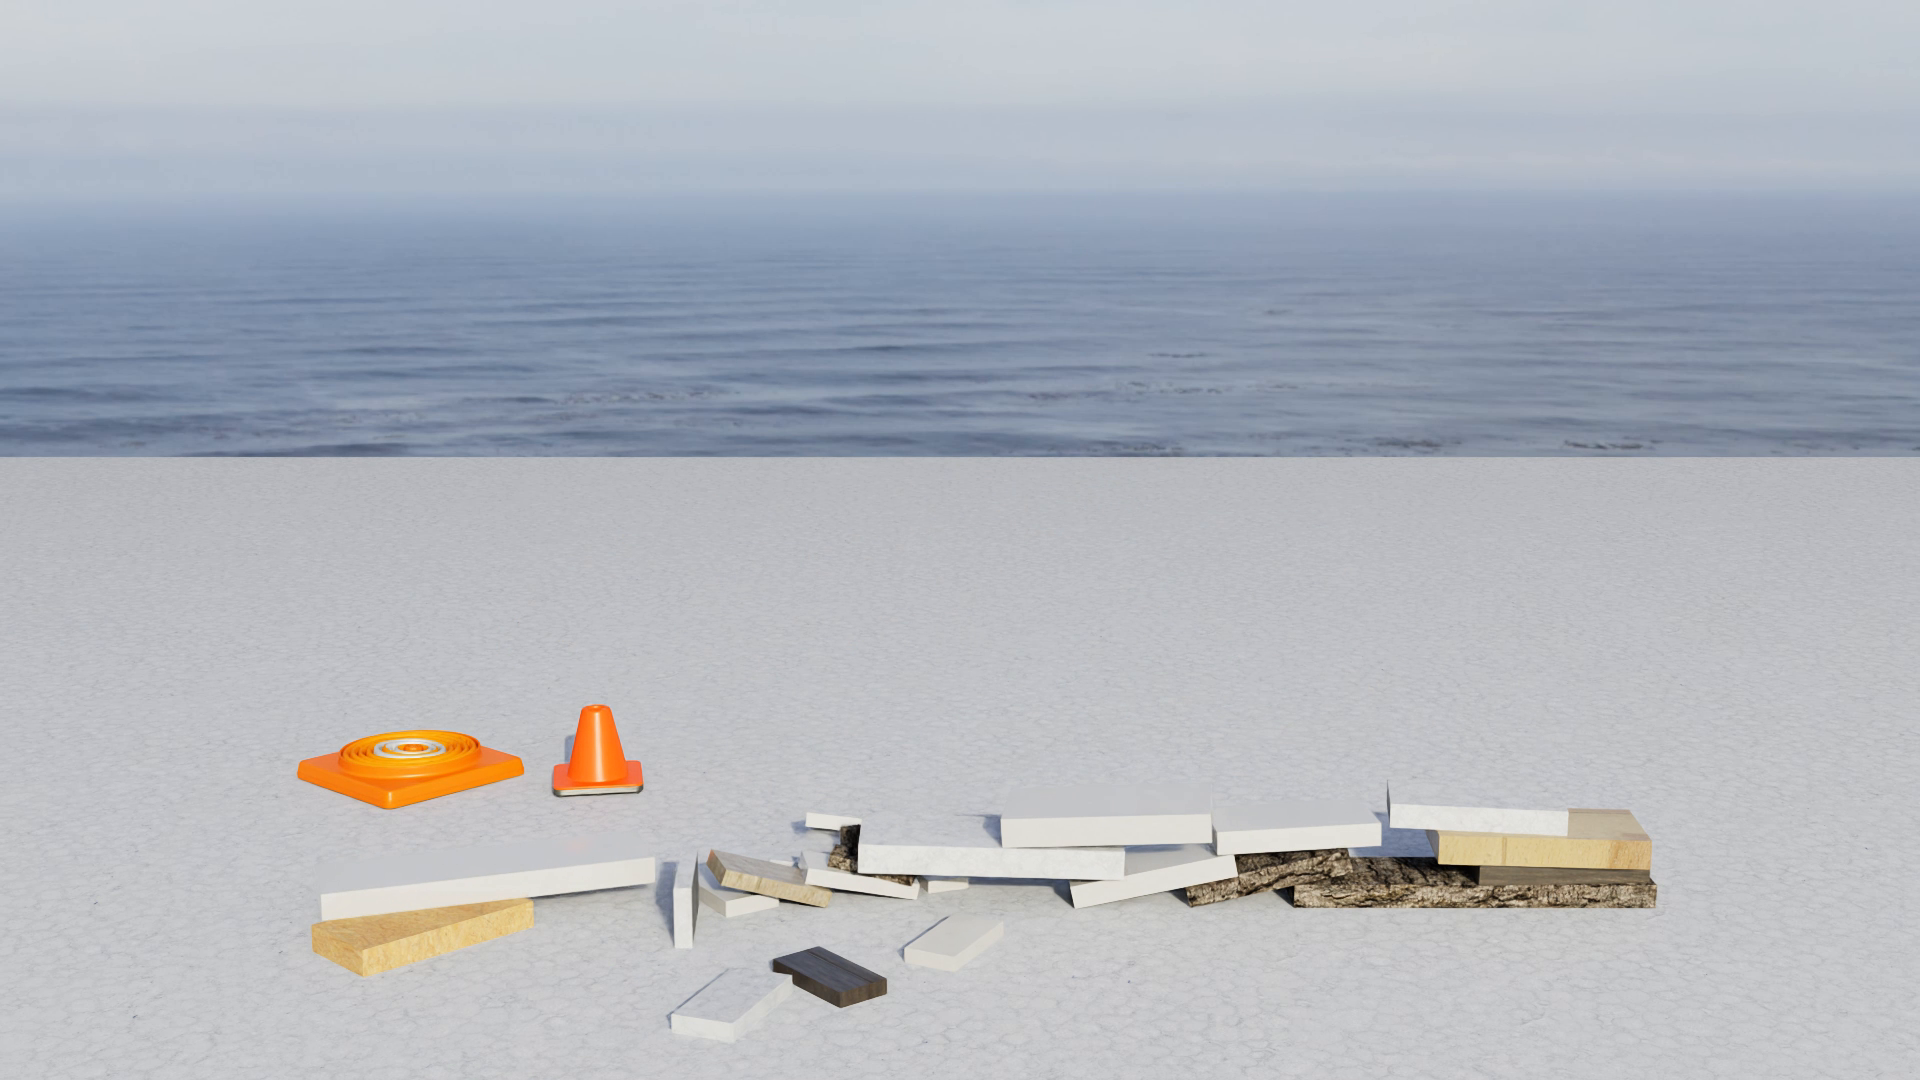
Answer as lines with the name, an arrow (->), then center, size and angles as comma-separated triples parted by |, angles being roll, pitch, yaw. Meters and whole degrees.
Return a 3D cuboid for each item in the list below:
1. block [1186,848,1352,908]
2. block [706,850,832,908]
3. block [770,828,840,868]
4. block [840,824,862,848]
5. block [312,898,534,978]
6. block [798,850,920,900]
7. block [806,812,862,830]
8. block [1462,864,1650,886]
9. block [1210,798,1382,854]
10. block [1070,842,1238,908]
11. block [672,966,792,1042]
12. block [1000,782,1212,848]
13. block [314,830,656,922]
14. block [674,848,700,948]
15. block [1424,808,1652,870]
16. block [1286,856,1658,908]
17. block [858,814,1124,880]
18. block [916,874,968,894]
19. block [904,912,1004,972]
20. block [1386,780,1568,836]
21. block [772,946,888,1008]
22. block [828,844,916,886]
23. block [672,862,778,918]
block -> 0.507, 0.541, 3.656 | 0.271, 0.038, 0.135 | -13, 10, 4
block -> -0.313, 0.554, 3.604 | 0.189, 0.027, 0.095 | 17, 7, -24
block -> -0.249, 0.546, 3.833 | 0.094, 0.027, 0.189 | 4, 11, 20
block -> -0.136, 0.526, 3.816 | 0.143, 0.072, 0.020 | -4, 11, -22
block -> -0.843, 0.607, 3.459 | 0.152, 0.043, 0.304 | 10, 15, 44
block -> -0.169, 0.557, 3.661 | 0.189, 0.027, 0.095 | 10, 8, -13
block -> -0.182, 0.509, 3.923 | 0.176, 0.024, 0.085 | 6, -8, 3
block -> 0.984, 0.531, 3.660 | 0.283, 0.040, 0.141 | -1, 11, -3
block -> 0.547, 0.475, 3.647 | 0.271, 0.038, 0.135 | -3, 11, -5
block -> 0.318, 0.545, 3.652 | 0.271, 0.038, 0.135 | -12, 10, 3
block -> -0.327, 0.668, 3.173 | 0.097, 0.027, 0.194 | 4, 11, 21
block -> 0.245, 0.452, 3.617 | 0.337, 0.048, 0.169 | -2, 11, 7
block -> -0.771, 0.542, 3.574 | 0.525, 0.043, 0.152 | -4, 11, -20
block -> -0.436, 0.570, 3.512 | 0.027, 0.097, 0.194 | -1, 11, -4
block -> 0.952, 0.490, 3.637 | 0.338, 0.048, 0.169 | 1, 11, 4
block -> 0.843, 0.570, 3.665 | 0.592, 0.040, 0.141 | 0, 11, 0
block -> 0.050, 0.507, 3.644 | 0.431, 0.048, 0.169 | 2, 10, 0
block -> -0.046, 0.565, 3.747 | 0.072, 0.020, 0.143 | -4, 11, -22
block -> -0.008, 0.624, 3.417 | 0.086, 0.024, 0.171 | 5, 12, 26
block -> 0.855, 0.443, 3.649 | 0.283, 0.040, 0.141 | 2, 11, 8
block -> -0.195, 0.650, 3.278 | 0.086, 0.024, 0.171 | -9, 14, -39
block -> -0.143, 0.540, 3.653 | 0.143, 0.020, 0.072 | 13, 8, 4
block -> -0.391, 0.578, 3.659 | 0.097, 0.027, 0.194 | -7, 13, -33
